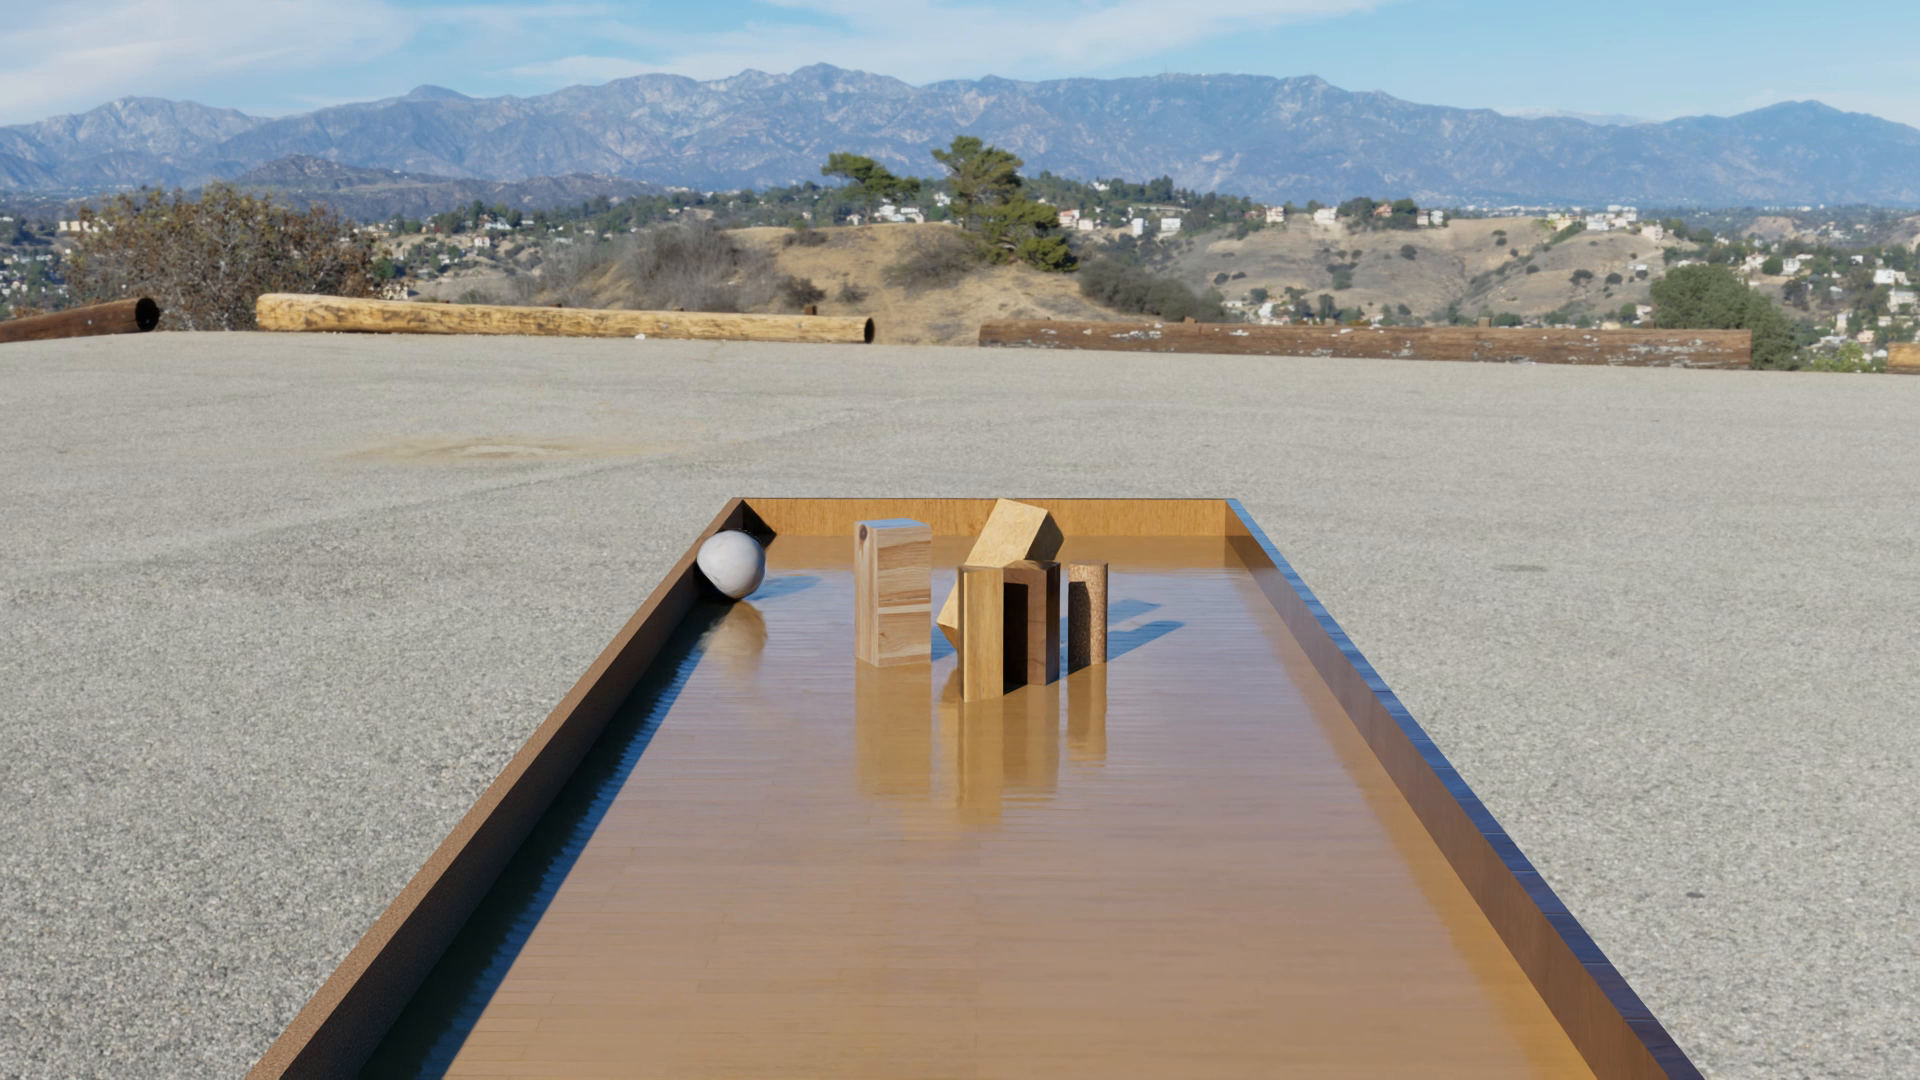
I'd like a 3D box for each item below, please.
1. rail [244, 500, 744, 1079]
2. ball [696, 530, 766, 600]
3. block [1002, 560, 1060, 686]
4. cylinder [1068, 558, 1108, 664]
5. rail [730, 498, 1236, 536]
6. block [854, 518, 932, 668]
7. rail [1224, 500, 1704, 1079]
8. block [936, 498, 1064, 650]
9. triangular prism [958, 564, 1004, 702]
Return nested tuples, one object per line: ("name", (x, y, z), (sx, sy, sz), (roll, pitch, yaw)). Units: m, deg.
("rail", (-1.004, 0.839, 3.234), (0.050, 0.150, 12.000), (0, 9, 1))
("ball", (-0.799, 0.088, 7.671), (0.244, 0.244, 0.244), (0, 9, 0))
("block", (0.207, 0.240, 6.410), (0.135, 0.340, 0.135), (3, 10, 20))
("cylinder", (0.388, 0.217, 6.671), (0.120, 0.303, 0.120), (0, 9, 0))
("rail", (0.099, -0.098, 9.147), (2.100, 0.150, 0.050), (0, 9, 1))
("block", (-0.204, 0.157, 6.678), (0.176, 0.419, 0.176), (-4, 10, -25))
("rail", (1.046, 0.843, 3.208), (0.050, 0.150, 12.000), (0, 9, 1))
("block", (0.126, 0.122, 6.699), (0.174, 0.453, 0.174), (15, -24, 29))
("triangular prism", (0.033, 0.258, 6.207), (0.135, 0.367, 0.117), (-7, 11, -37))
